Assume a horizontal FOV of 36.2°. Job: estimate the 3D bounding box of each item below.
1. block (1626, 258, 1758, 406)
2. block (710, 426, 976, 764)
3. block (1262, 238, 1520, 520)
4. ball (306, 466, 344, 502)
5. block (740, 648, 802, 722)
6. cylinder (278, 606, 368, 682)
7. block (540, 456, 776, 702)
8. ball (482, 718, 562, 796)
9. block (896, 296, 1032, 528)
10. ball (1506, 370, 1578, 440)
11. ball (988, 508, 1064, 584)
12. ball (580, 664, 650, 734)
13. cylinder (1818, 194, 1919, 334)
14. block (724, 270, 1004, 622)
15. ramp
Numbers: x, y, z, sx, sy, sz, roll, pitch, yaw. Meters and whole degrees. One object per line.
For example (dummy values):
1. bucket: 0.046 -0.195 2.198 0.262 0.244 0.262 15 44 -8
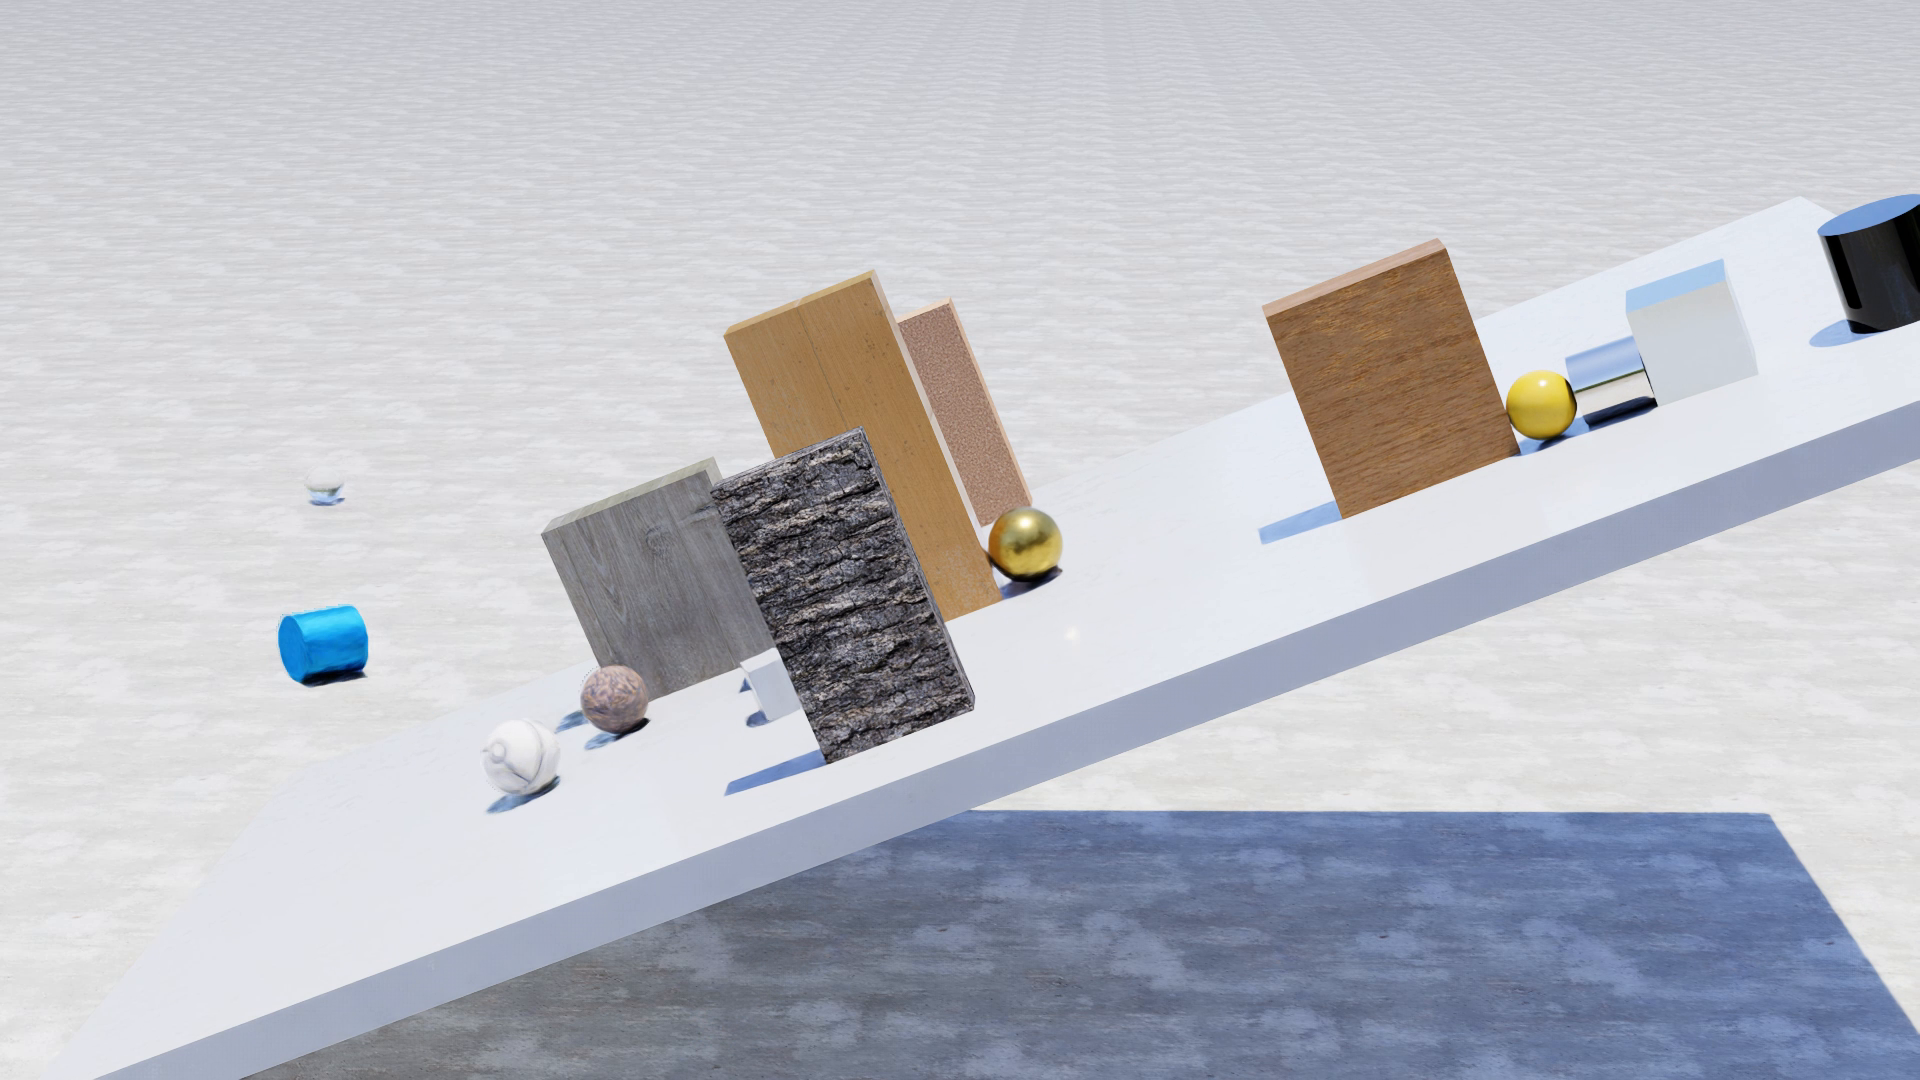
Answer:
1. block: 1.429 -0.407 5.751 0.197 0.197 0.197 -19 13 18
2. block: -0.218 0.107 5.574 0.302 0.573 0.087 -21 12 7
3. block: 0.853 -0.320 5.834 0.372 0.436 0.142 -21 12 7
4. ball: -2.348 -0.208 10.873 0.137 0.137 0.137 0 14 0
5. block: -0.375 0.295 6.137 0.116 0.116 0.116 -24 12 -7
6. cylinder: -1.875 0.304 8.666 0.195 0.195 0.195 -11 17 -36
7. block: -0.668 0.102 6.702 0.406 0.451 0.145 -21 12 7
8. ball: -0.938 0.463 6.296 0.167 0.167 0.167 0 14 0
9. block: -0.101 -0.262 7.066 0.379 0.535 0.099 -21 12 7
10. ball: 1.144 -0.265 5.788 0.140 0.140 0.140 0 14 0
11. ball: 0.141 0.011 6.333 0.163 0.163 0.163 0 14 0
12. ball: -0.763 0.352 6.503 0.152 0.152 0.152 0 14 0
13. cylinder: 1.777 -0.530 5.644 0.204 0.204 0.204 -21 12 5
14. block: -0.200 -0.164 6.298 0.336 0.749 0.121 -21 12 7
15. ramp: 0.124 0.173 6.290 4.000 0.100 2.000 -21 12 7
